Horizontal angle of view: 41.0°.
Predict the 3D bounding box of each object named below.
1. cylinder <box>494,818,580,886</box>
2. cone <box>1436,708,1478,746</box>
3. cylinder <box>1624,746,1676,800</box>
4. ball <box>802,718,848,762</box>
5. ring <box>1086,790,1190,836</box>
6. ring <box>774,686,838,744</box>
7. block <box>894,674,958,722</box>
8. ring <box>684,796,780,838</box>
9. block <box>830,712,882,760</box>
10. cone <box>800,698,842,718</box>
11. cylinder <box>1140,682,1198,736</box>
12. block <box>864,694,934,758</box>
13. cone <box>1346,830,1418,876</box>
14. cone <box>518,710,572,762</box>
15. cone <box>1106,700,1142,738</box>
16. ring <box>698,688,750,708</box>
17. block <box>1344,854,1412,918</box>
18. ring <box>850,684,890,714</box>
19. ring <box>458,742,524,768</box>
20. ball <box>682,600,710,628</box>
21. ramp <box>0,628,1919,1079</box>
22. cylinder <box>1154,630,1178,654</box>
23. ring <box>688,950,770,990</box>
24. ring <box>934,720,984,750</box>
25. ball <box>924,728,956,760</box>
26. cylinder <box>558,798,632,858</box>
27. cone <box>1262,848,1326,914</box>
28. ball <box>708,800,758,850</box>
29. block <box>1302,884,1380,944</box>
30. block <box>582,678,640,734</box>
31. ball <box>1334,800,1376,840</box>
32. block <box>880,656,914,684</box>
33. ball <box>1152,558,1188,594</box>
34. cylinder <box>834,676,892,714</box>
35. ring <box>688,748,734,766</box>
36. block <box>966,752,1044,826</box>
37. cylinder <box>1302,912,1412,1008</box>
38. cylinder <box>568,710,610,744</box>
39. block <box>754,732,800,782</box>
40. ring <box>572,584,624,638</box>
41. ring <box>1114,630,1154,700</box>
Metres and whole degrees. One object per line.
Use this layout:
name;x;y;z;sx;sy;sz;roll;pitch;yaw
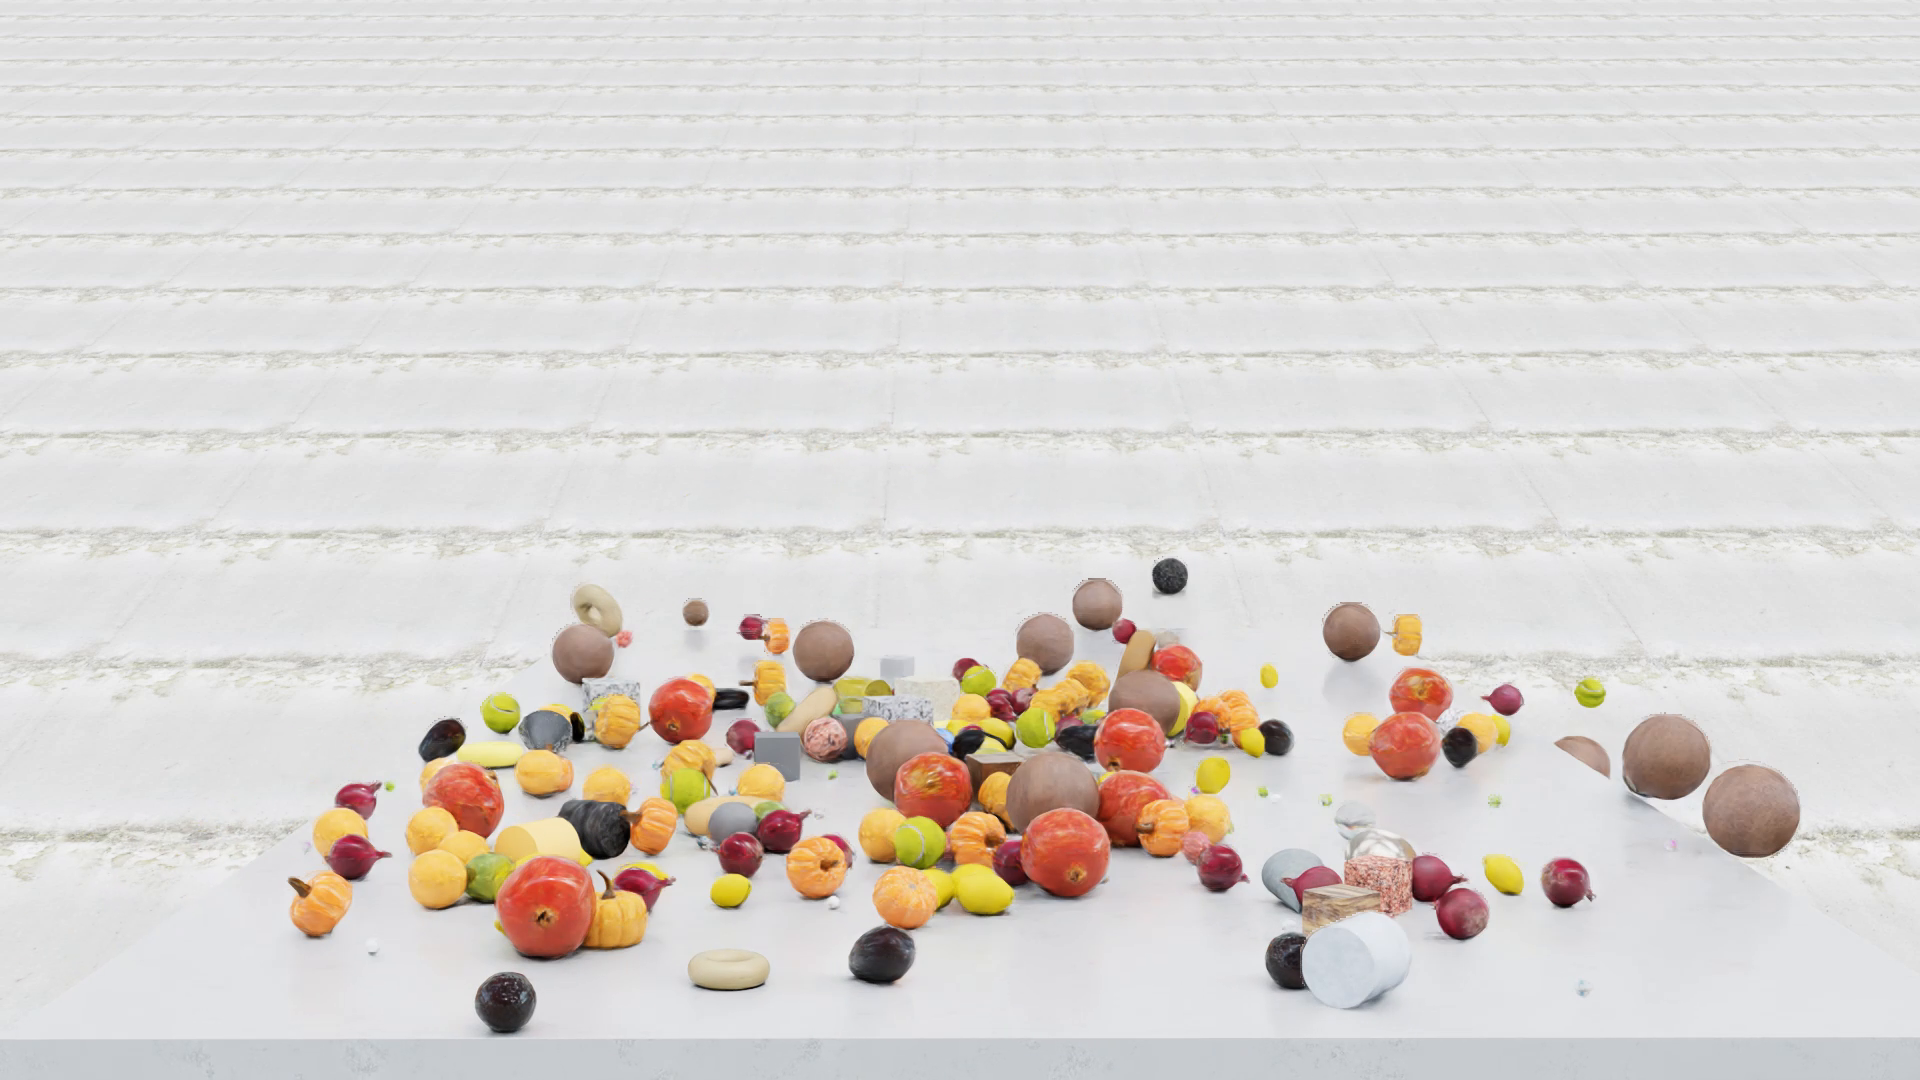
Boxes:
cylinder;-0.545;0.402;3.312;0.078;0.078;0.078;13;10;33
cone;0.876;0.344;4.510;0.072;0.072;0.072;2;31;5
cylinder;1.076;0.363;4.002;0.077;0.077;0.077;6;-11;17
ball;-0.227;0.336;4.317;0.075;0.075;0.075;0;19;0
ring;0.255;0.391;3.682;0.149;0.050;0.149;1;4;0
ring;-0.269;0.312;4.434;0.049;0.146;0.146;45;27;1
block;-0.062;0.300;4.769;0.086;0.086;0.086;-3;5;-35
ring;-0.324;0.395;3.657;0.138;0.046;0.138;-1;4;0
block;-0.178;0.335;4.387;0.068;0.068;0.068;-1;4;-21
cone;-0.260;0.336;4.616;0.081;0.081;0.081;3;31;9
cylinder;0.379;0.306;4.649;0.090;0.090;0.090;6;5;16
block;-0.106;0.320;4.430;0.093;0.093;0.093;-2;4;-25
cone;0.520;0.427;3.208;0.092;0.092;0.092;6;32;15
cone;-0.706;0.352;4.345;0.092;0.092;0.092;-1;30;-2
cone;0.305;0.338;4.613;0.071;0.071;0.071;-5;31;-13
ring;-0.463;0.310;5.026;0.101;0.034;0.101;0;0;0
block;0.510;0.422;3.129;0.062;0.062;0.062;3;5;34
ring;-0.173;0.306;4.914;0.088;0.029;0.088;-24;16;7
ring;-0.784;0.358;4.285;0.109;0.036;0.109;-1;0;0
ball;-0.678;0.189;6.597;0.070;0.070;0.070;0;19;0
ramp;0.045;0.409;4.537;2.000;0.100;4.000;0;4;0
cylinder;0.480;0.236;5.985;0.051;0.051;0.051;-2;4;-7
ring;-0.249;0.463;2.766;0.090;0.030;0.090;1;4;0
ring;-0.016;0.342;4.491;0.121;0.040;0.121;1;3;0
ball;-0.033;0.345;4.341;0.053;0.053;0.053;0;19;0
cylinder;-0.499;0.392;3.495;0.073;0.073;0.073;2;18;28
cone;0.412;0.434;3.148;0.079;0.079;0.079;1;30;2
ball;-0.312;0.393;3.528;0.068;0.068;0.068;0;19;0
block;0.438;0.434;2.945;0.062;0.062;0.062;-3;5;-38
block;-0.639;0.303;4.702;0.090;0.090;0.090;-1;4;-17
ball;0.553;0.394;3.591;0.056;0.056;0.056;0;19;0
block;-0.133;0.274;5.403;0.054;0.054;0.054;2;4;22
ball;0.576;0.098;7.035;0.099;0.099;0.099;0;19;0
cylinder;-0.184;0.299;4.824;0.081;0.081;0.081;8;20;40
ring;-0.417;0.363;4.289;0.077;0.026;0.077;-3;2;0
block;0.064;0.364;3.769;0.091;0.091;0.091;-1;4;-16
cylinder;0.415;0.440;2.686;0.085;0.085;0.085;14;11;34
cylinder;-0.659;0.331;4.555;0.055;0.055;0.055;-4;17;-44
block;-0.296;0.350;4.150;0.071;0.071;0.071;-1;4;-8
ring;-0.885;0.174;6.277;0.148;0.148;0.049;14;42;35
ring;0.347;0.250;5.092;0.050;0.149;0.149;18;23;9
